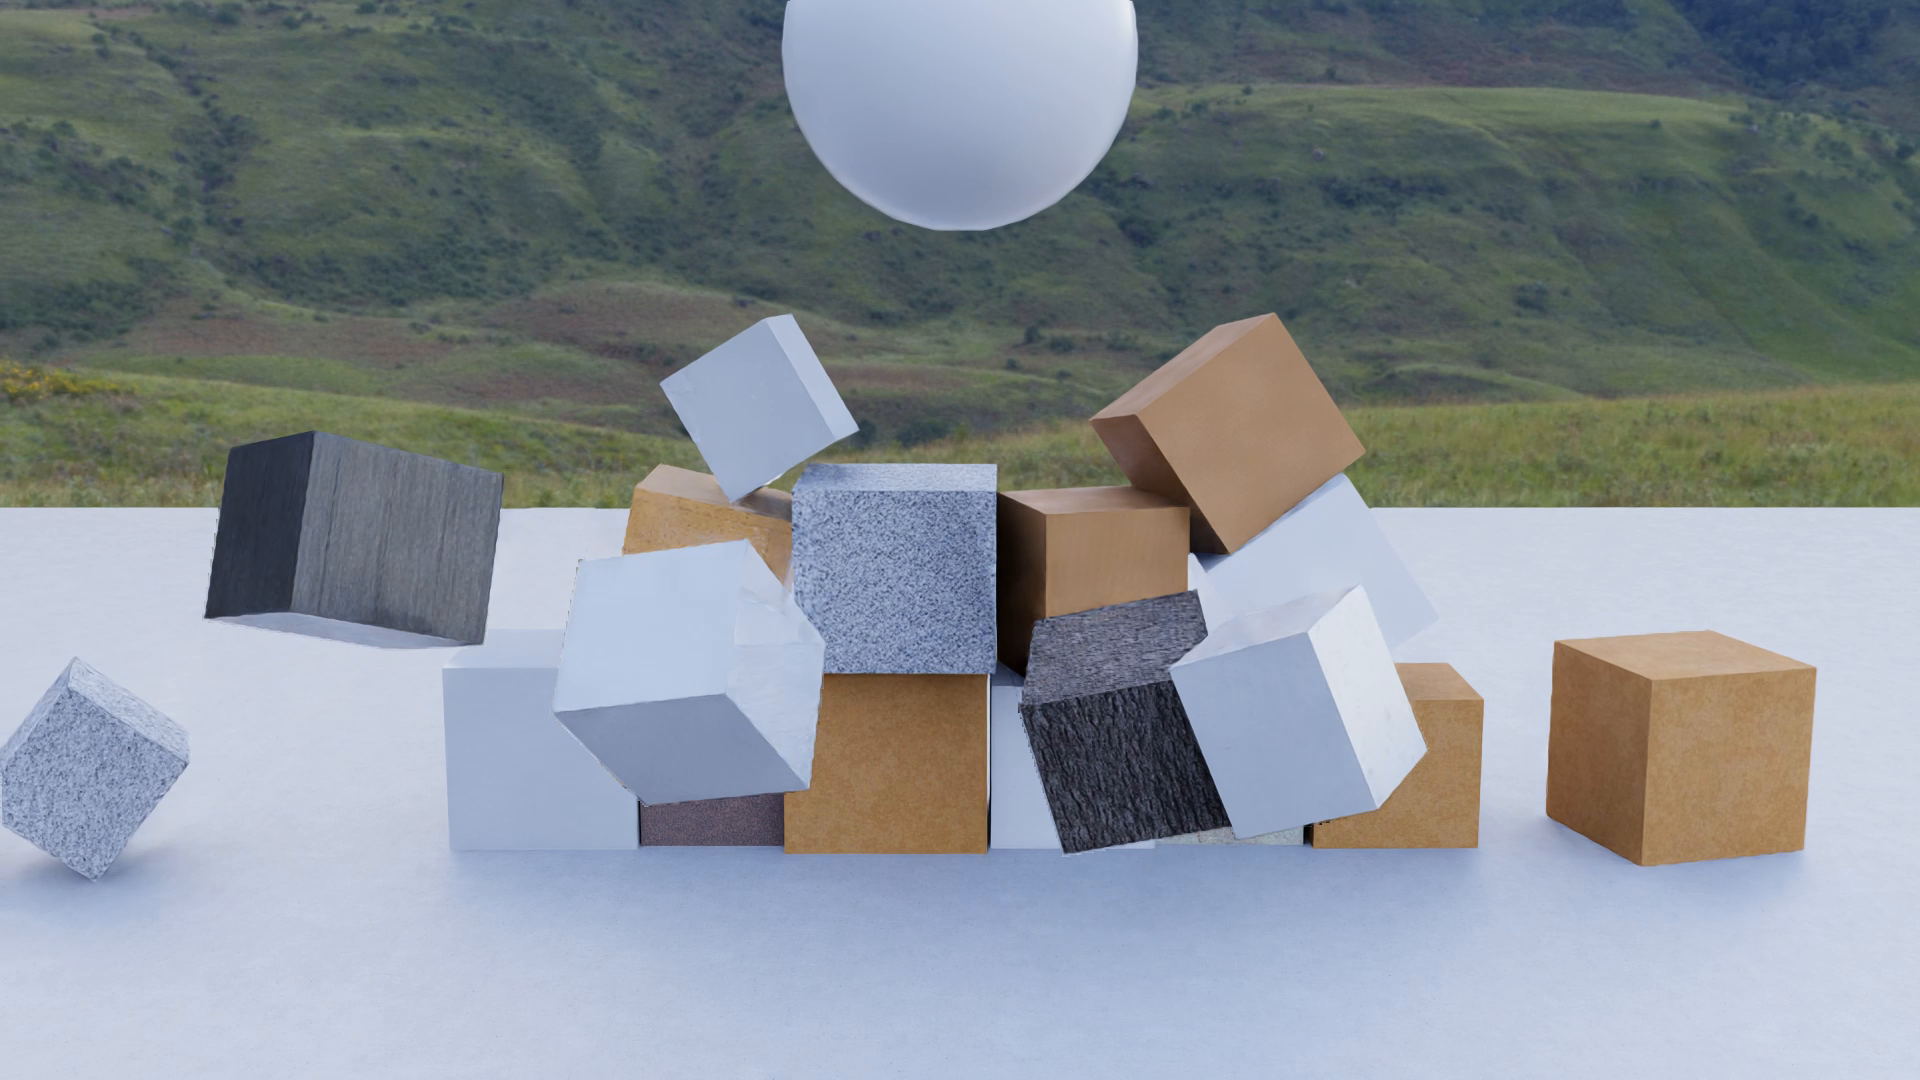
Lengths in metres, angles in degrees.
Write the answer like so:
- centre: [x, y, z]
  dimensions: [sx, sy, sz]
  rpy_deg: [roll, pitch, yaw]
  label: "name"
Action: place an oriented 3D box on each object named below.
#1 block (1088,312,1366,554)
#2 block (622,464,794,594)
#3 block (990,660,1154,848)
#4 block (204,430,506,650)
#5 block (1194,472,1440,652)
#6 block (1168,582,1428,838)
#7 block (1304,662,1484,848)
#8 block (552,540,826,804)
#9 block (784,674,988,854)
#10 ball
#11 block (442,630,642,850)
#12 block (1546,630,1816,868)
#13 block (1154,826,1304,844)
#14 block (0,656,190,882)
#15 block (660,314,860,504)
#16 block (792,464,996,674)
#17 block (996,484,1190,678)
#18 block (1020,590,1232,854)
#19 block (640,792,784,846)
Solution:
- centre: [1.348, -0.532, 11.224]
  dimensions: [0.877, 0.841, 0.824]
  rpy_deg: [-36, 9, -10]
  label: "block"
- centre: [-1.278, 0.186, 11.186]
  dimensions: [0.805, 0.889, 0.823]
  rpy_deg: [13, 10, -1]
  label: "block"
- centre: [0.568, 1.062, 11.377]
  dimensions: [0.822, 0.839, 0.837]
  rpy_deg: [0, 10, 0]
  label: "block"
- centre: [-2.533, 0.025, 9.222]
  dimensions: [0.874, 0.729, 0.764]
  rpy_deg: [14, -13, -42]
  label: "block"
- centre: [1.787, 0.207, 11.196]
  dimensions: [0.835, 0.845, 0.760]
  rpy_deg: [-34, 9, 6]
  label: "block"
- centre: [1.415, 0.709, 9.165]
  dimensions: [0.654, 0.774, 0.628]
  rpy_deg: [-18, 7, 34]
  label: "block"
- centre: [2.184, 1.101, 11.362]
  dimensions: [0.828, 0.769, 0.785]
  rpy_deg: [0, 10, -1]
  label: "block"
- centre: [-1.019, 0.523, 8.467]
  dimensions: [0.700, 0.654, 0.792]
  rpy_deg: [-7, -34, 18]
  label: "block"
- centre: [-0.369, 1.002, 11.346]
  dimensions: [1.007, 0.969, 0.965]
  rpy_deg: [0, 10, 0]
  label: "block"
- centre: [0.000, -2.186, 9.839]
  dimensions: [1.600, 1.600, 1.600]
  rpy_deg: [0, 10, 0]
  label: "ball"
- centre: [-2.088, 1.014, 11.372]
  dimensions: [0.943, 0.936, 0.873]
  rpy_deg: [0, 10, 0]
  label: "block"
- centre: [3.656, 1.038, 11.222]
  dimensions: [0.929, 0.942, 0.891]
  rpy_deg: [-3, 11, -16]
  label: "block"
- centre: [1.366, 1.125, 11.397]
  dimensions: [0.747, 0.710, 0.717]
  rpy_deg: [0, 10, 1]
  label: "block"
- centre: [-4.266, 1.107, 10.726]
  dimensions: [0.669, 0.709, 0.648]
  rpy_deg: [39, -4, -21]
  label: "block"
- centre: [-0.994, -0.667, 11.022]
  dimensions: [0.621, 0.688, 0.597]
  rpy_deg: [-30, 3, 11]
  label: "block"
- centre: [-0.305, 0.126, 10.967]
  dimensions: [0.972, 0.892, 0.886]
  rpy_deg: [0, 10, 1]
  label: "block"
- centre: [0.661, 0.228, 11.152]
  dimensions: [0.755, 0.883, 0.730]
  rpy_deg: [-3, 11, -18]
  label: "block"
- centre: [0.771, 0.811, 9.899]
  dimensions: [0.765, 0.771, 0.792]
  rpy_deg: [-11, 24, 12]
  label: "block"
- centre: [-1.245, 1.141, 11.397]
  dimensions: [0.721, 0.678, 0.759]
  rpy_deg: [0, 10, 0]
  label: "block"
